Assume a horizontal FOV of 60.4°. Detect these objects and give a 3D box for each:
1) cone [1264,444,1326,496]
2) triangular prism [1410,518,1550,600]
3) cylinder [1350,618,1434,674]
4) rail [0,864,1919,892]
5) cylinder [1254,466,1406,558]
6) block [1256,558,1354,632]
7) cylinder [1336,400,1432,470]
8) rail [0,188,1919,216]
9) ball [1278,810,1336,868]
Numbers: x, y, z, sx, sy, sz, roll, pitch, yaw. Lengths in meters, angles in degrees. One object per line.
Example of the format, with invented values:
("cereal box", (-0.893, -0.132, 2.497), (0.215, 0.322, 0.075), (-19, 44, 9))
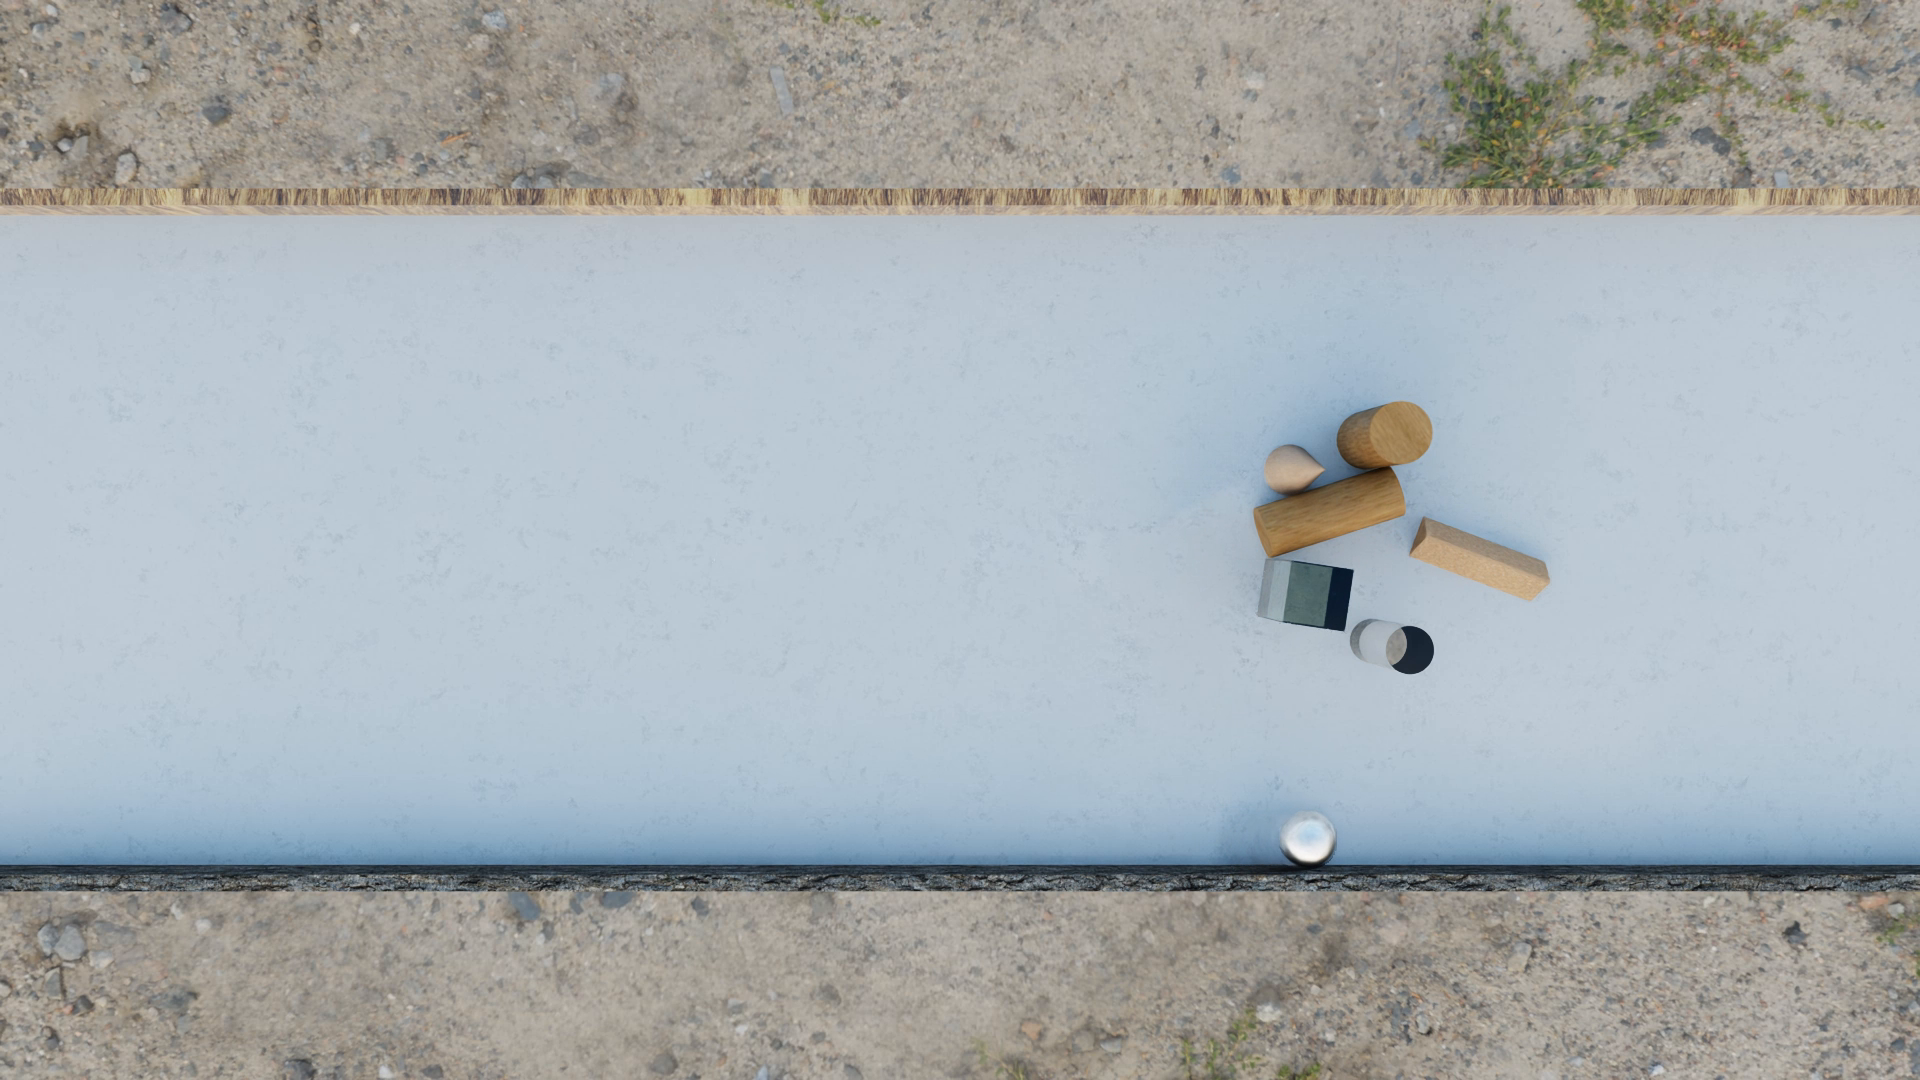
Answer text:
("cone", (1.026, -0.207, 4.876), (0.158, 0.391, 0.158), (0, 92, -4))
("triangular prism", (1.589, 0.058, 5.018), (0.397, 0.111, 0.129), (21, 90, 0))
("cylinder", (1.268, 0.311, 4.863), (0.137, 0.427, 0.137), (0, 90, 0))
("rail", (-2.247, 1.025, 5.001), (12.000, 0.150, 0.050), (0, 90, 0))
("cylinder", (1.117, -0.085, 4.996), (0.421, 0.161, 0.161), (-18, 90, 0))
("block", (1.015, 0.159, 4.875), (0.179, 0.404, 0.179), (8, 90, 0))
("cylinder", (1.250, -0.306, 4.874), (0.180, 0.404, 0.180), (0, 90, 0))
("rail", (-2.247, -1.025, 5.002), (12.000, 0.150, 0.050), (0, 90, 0))
("ball", (1.050, 0.904, 4.991), (0.171, 0.171, 0.171), (0, 90, 0))
